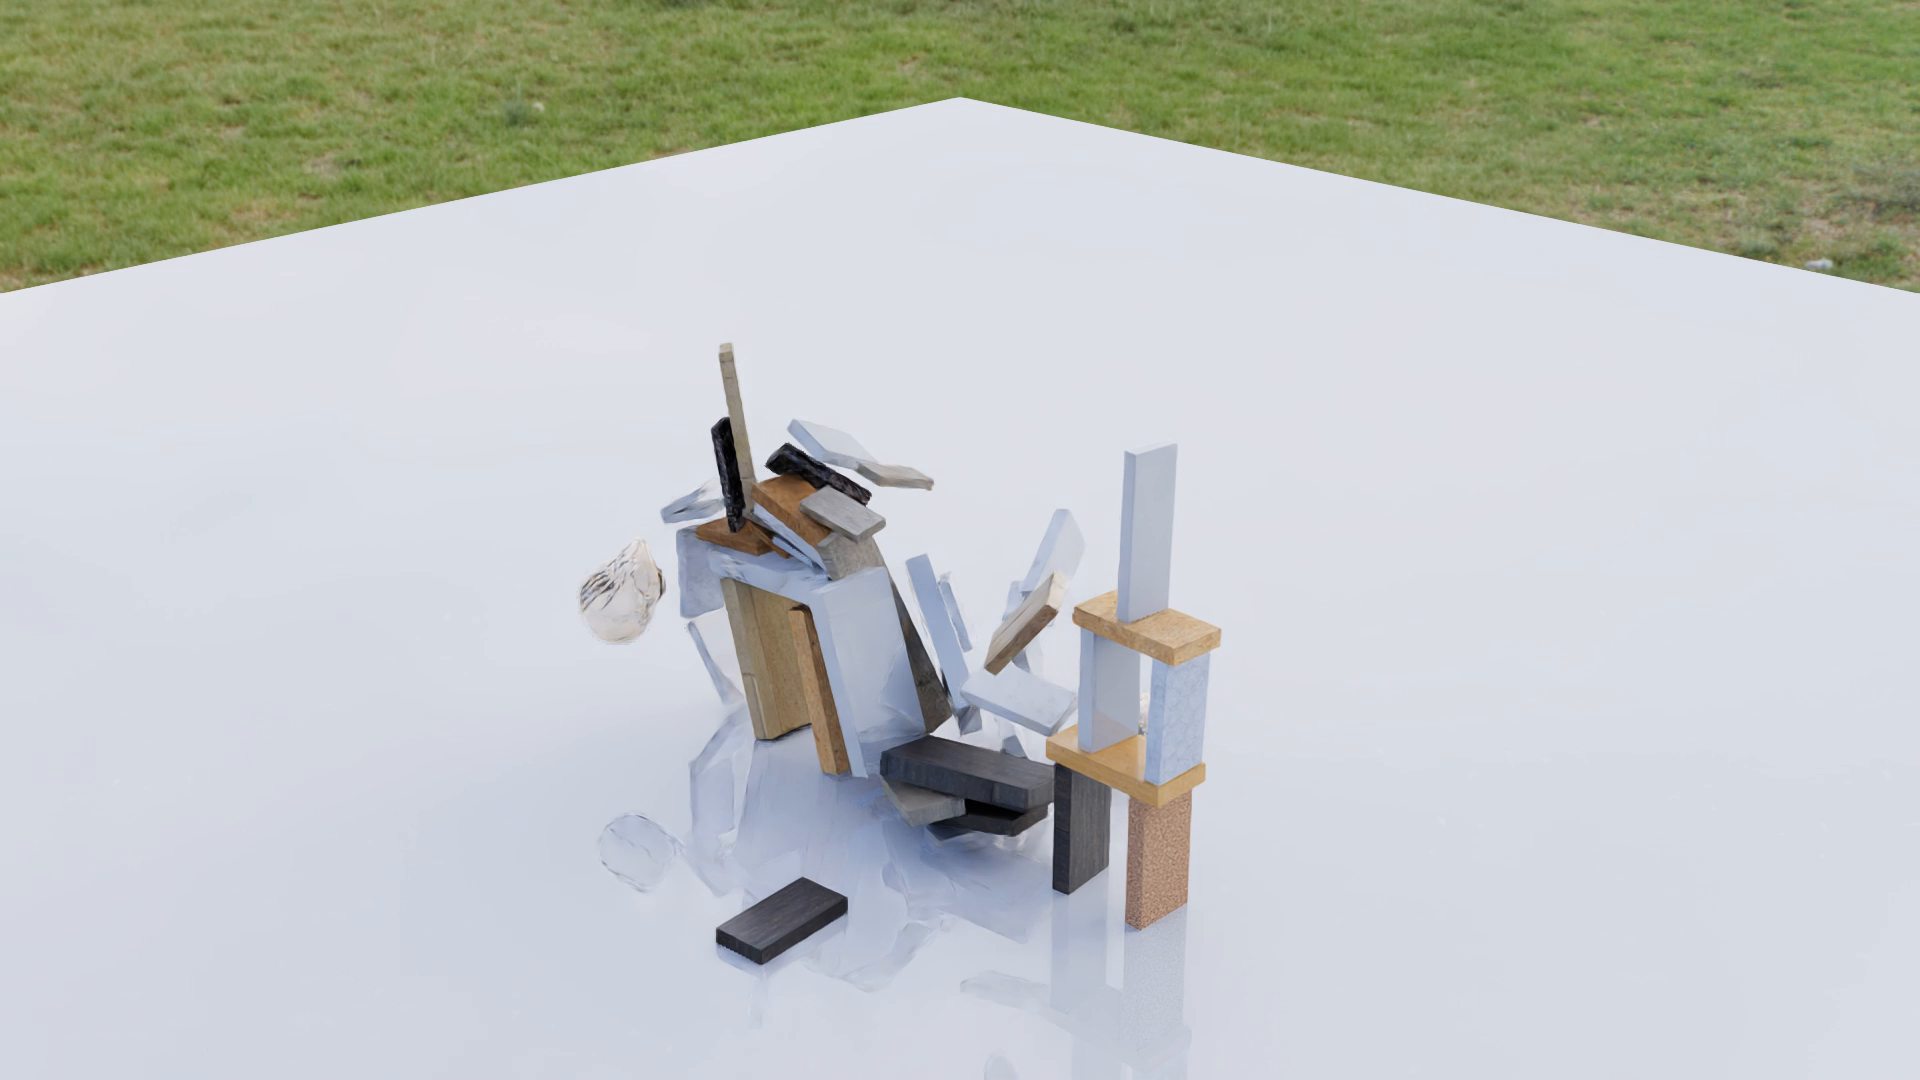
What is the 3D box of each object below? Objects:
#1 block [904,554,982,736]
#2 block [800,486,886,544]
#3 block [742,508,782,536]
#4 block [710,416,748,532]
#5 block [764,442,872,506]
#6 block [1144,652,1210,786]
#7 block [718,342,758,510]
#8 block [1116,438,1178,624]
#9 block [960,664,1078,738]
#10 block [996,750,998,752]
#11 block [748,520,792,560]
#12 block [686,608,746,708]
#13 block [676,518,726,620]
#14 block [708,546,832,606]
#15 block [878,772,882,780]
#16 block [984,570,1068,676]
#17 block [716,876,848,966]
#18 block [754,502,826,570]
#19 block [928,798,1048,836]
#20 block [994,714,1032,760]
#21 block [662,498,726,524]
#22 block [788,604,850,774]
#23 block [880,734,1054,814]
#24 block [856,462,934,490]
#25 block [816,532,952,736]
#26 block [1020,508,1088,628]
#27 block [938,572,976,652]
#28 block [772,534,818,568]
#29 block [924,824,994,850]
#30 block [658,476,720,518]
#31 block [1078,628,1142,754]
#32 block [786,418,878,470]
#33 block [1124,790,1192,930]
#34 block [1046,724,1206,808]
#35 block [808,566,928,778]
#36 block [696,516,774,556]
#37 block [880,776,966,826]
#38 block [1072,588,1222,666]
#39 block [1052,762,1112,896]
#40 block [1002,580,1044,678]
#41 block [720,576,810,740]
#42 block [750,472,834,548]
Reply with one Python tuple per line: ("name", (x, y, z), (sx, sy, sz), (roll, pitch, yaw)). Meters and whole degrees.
("block", (-0.034, 0.218, 4.563), (0.049, 0.172, 0.345), (-18, 67, -5))
("block", (-0.239, -0.052, 4.475), (0.077, 0.022, 0.185), (-33, 43, -29))
("block", (-0.394, -0.045, 4.636), (0.122, 0.017, 0.061), (26, 32, 32))
("block", (-0.489, -0.139, 4.683), (0.020, 0.236, 0.070), (-1, 23, 18))
("block", (-0.303, -0.129, 4.690), (0.214, 0.030, 0.107), (31, -23, -15))
("block", (0.389, 0.306, 3.931), (0.035, 0.246, 0.123), (23, 32, 39))
("block", (-0.464, -0.240, 4.628), (0.030, 0.339, 0.107), (-10, 16, -3))
("block", (0.329, -0.015, 3.874), (0.102, 0.317, 0.029), (-17, 28, -38))
("block", (0.114, 0.299, 4.197), (0.204, 0.029, 0.102), (22, 48, 27))
("block", (0.015, 0.462, 4.582), (0.137, 0.068, 0.019), (10, 17, 23))
("block", (-0.384, -0.008, 4.633), (0.122, 0.017, 0.061), (38, 39, 27))
("block", (-0.519, 0.262, 4.889), (0.103, 0.206, 0.029), (-20, -8, -45))
("block", (-0.575, 0.064, 4.876), (0.103, 0.206, 0.029), (-21, 30, -39))
("block", (-0.352, 0.053, 4.630), (0.179, 0.051, 0.357), (-19, 23, -38))
("block", (-0.168, 0.446, 4.597), (0.060, 0.017, 0.121), (-22, 69, -41))
("block", (0.120, 0.153, 4.030), (0.029, 0.204, 0.102), (34, 37, -12))
("block", (-0.328, 0.702, 4.064), (0.115, 0.033, 0.230), (18, 29, 36))
("block", (-0.310, -0.025, 4.576), (0.116, 0.033, 0.231), (-19, 45, -43))
("block", (0.047, 0.535, 4.332), (0.230, 0.033, 0.115), (3, 17, 38))
("block", (0.107, 0.401, 4.637), (0.034, 0.118, 0.237), (-24, 26, 4))
("block", (-0.580, -0.065, 4.814), (0.140, 0.020, 0.070), (-7, 19, 38))
("block", (-0.243, 0.292, 4.615), (0.179, 0.357, 0.051), (-22, 16, -41))
("block", (0.033, 0.462, 4.357), (0.345, 0.049, 0.172), (11, 13, 32))
("block", (-0.135, -0.132, 4.584), (0.154, 0.022, 0.077), (2, 22, -47))
("block", (-0.151, 0.189, 4.542), (0.116, 0.483, 0.033), (-38, 25, -34))
("block", (0.204, 0.059, 4.754), (0.034, 0.118, 0.237), (2, 49, 30))
("block", (-0.006, 0.148, 4.536), (0.022, 0.154, 0.077), (-18, 12, 9))
("block", (-0.326, 0.016, 4.576), (0.122, 0.017, 0.061), (30, 35, 34))
("block", (0.004, 0.575, 4.378), (0.137, 0.019, 0.068), (-11, 27, -25))
("block", (-0.586, -0.093, 4.778), (0.140, 0.020, 0.070), (-25, 11, 41))
("block", (0.276, 0.259, 4.042), (0.123, 0.246, 0.035), (-18, 29, -37))
("block", (-0.270, -0.199, 4.672), (0.107, 0.030, 0.214), (45, 16, 26))
("block", (0.368, 0.572, 4.065), (0.038, 0.271, 0.135), (21, 31, 41))
("block", (0.304, 0.406, 4.060), (0.271, 0.038, 0.135), (21, 31, 40))
("block", (-0.183, 0.266, 4.460), (0.172, 0.392, 0.049), (-23, 16, -39))
("block", (-0.461, -0.011, 4.722), (0.103, 0.029, 0.206), (-21, 24, -40))
("block", (-0.075, 0.505, 4.372), (0.115, 0.033, 0.230), (-11, 15, -13))
("block", (0.333, 0.154, 3.930), (0.123, 0.035, 0.246), (-19, 29, -39))
("block", (0.233, 0.524, 4.179), (0.038, 0.271, 0.135), (17, 28, 34))
("block", (0.138, 0.216, 4.733), (0.034, 0.237, 0.118), (-3, 38, 15))
("block", (-0.396, 0.232, 4.757), (0.179, 0.357, 0.051), (-20, 14, -40))
("block", (-0.316, -0.058, 4.563), (0.116, 0.033, 0.231), (-19, 45, -43))
